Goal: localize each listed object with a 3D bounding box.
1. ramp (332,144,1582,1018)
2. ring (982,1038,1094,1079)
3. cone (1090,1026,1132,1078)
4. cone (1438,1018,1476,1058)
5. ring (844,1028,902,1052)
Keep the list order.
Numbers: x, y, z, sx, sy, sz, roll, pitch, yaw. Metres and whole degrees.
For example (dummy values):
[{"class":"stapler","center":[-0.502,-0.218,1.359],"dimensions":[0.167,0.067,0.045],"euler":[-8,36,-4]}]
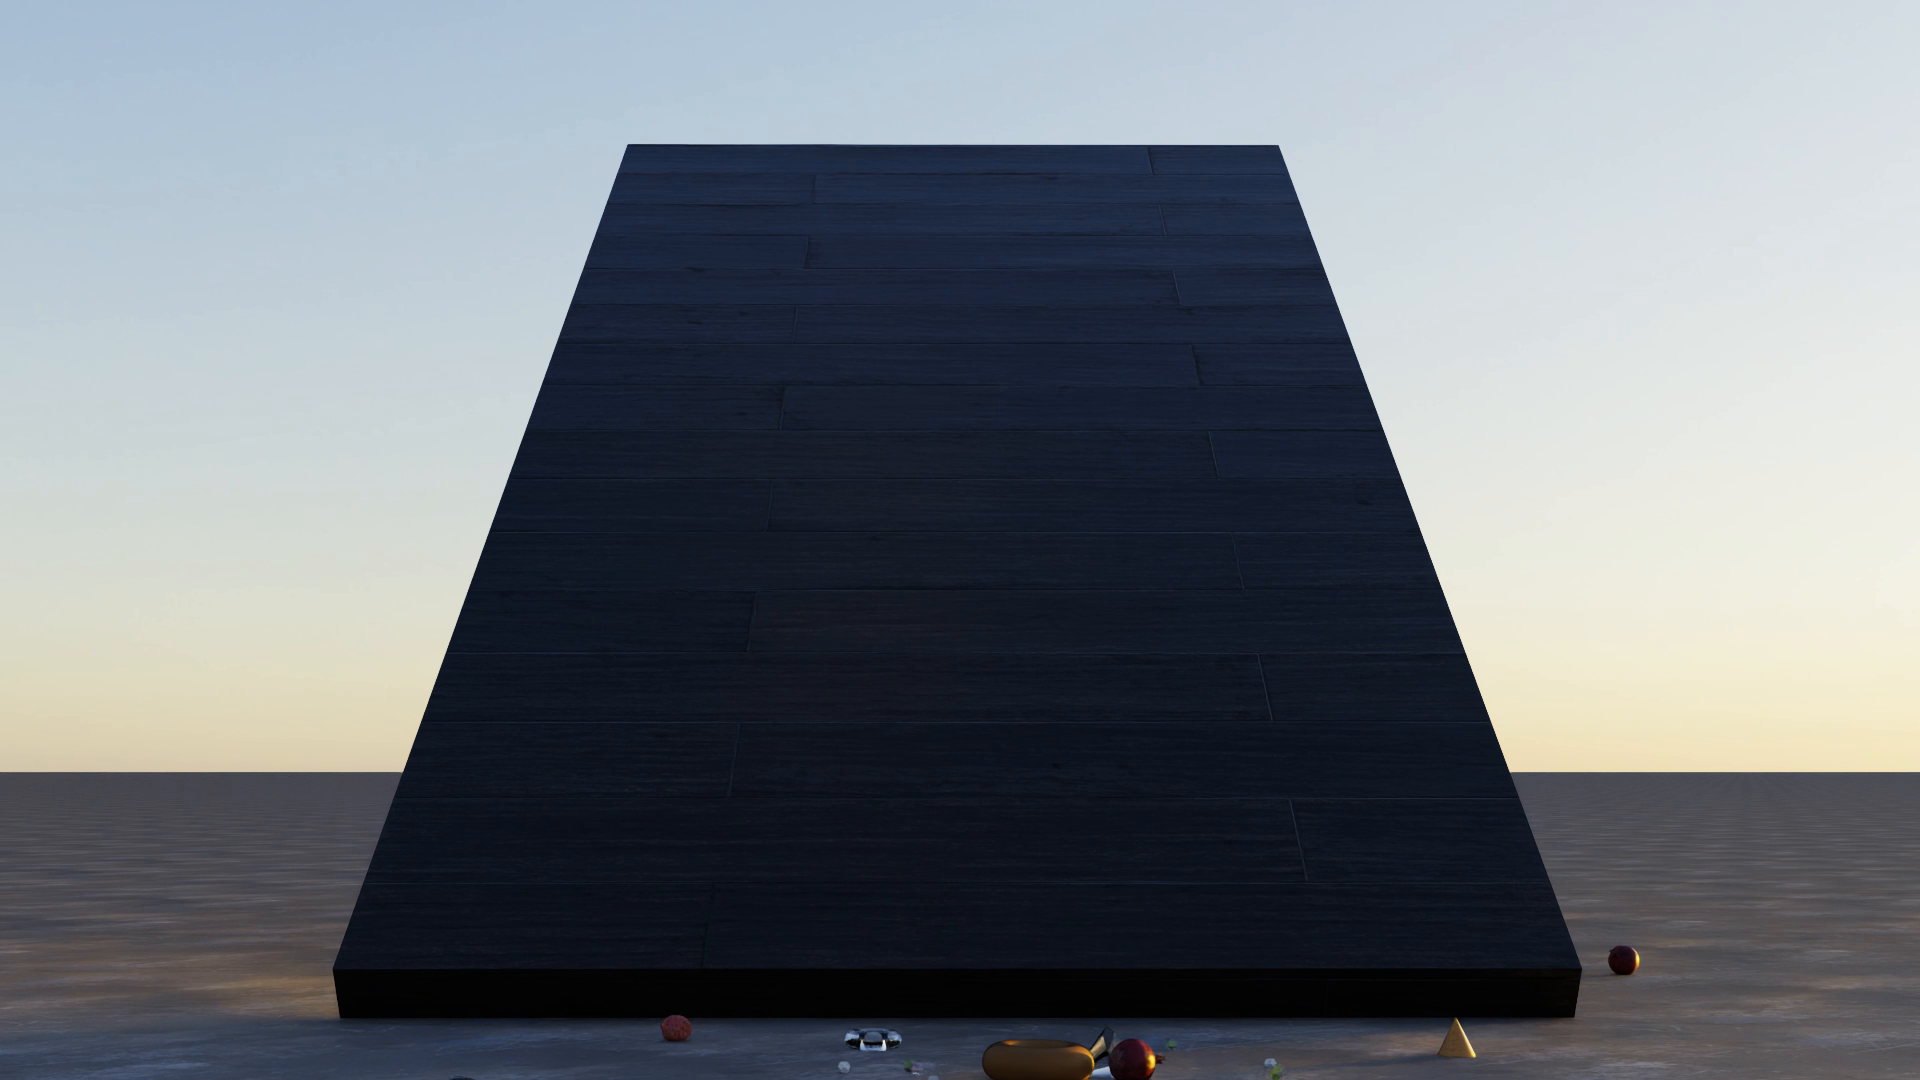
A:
[{"class":"ramp","center":[-0.012,-0.221,5.611],"dimensions":[2.000,0.100,4.000],"euler":[0,28,0]},{"class":"ring","center":[0.101,0.677,3.099],"dimensions":[0.146,0.049,0.146],"euler":[1,-5,0]},{"class":"cone","center":[0.177,0.689,3.143],"dimensions":[0.072,0.072,0.072],"euler":[-30,-14,16]},{"class":"cone","center":[0.700,0.700,3.372],"dimensions":[0.054,0.054,0.054],"euler":[0,-5,0]},{"class":"ring","center":[-0.125,0.720,3.451],"dimensions":[0.083,0.028,0.083],"euler":[1,-6,0]}]
